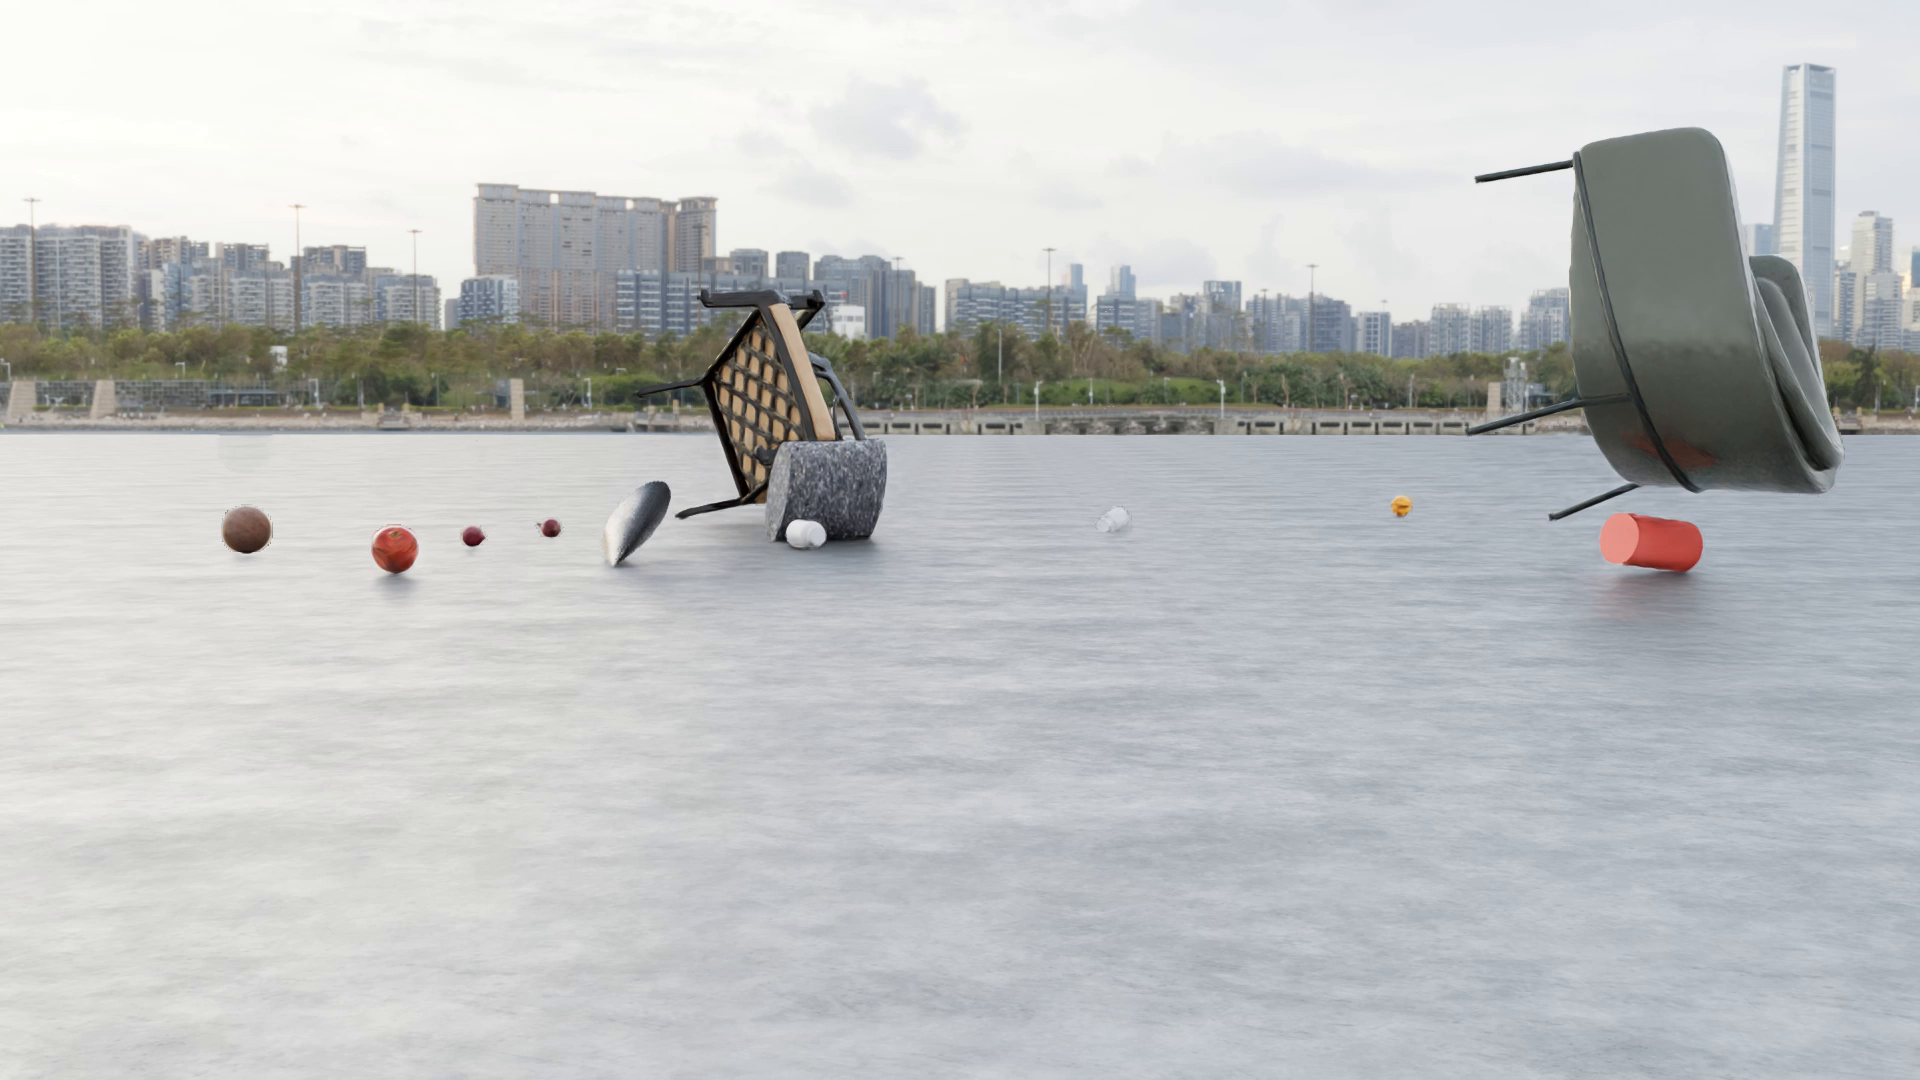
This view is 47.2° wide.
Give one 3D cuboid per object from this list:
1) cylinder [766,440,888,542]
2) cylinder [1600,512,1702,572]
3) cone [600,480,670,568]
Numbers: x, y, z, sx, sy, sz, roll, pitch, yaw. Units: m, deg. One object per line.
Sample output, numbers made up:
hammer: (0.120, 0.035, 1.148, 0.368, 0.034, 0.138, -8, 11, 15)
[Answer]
cylinder: (-0.394, -0.144, 6.495, 0.314, 0.319, 0.133, -2, 29, -28)
cylinder: (1.684, 0.006, 5.357, 0.216, 0.123, 0.127, 6, -35, -29)
cone: (-0.860, 0.009, 5.637, 0.115, 0.286, 0.258, 36, 26, -13)
